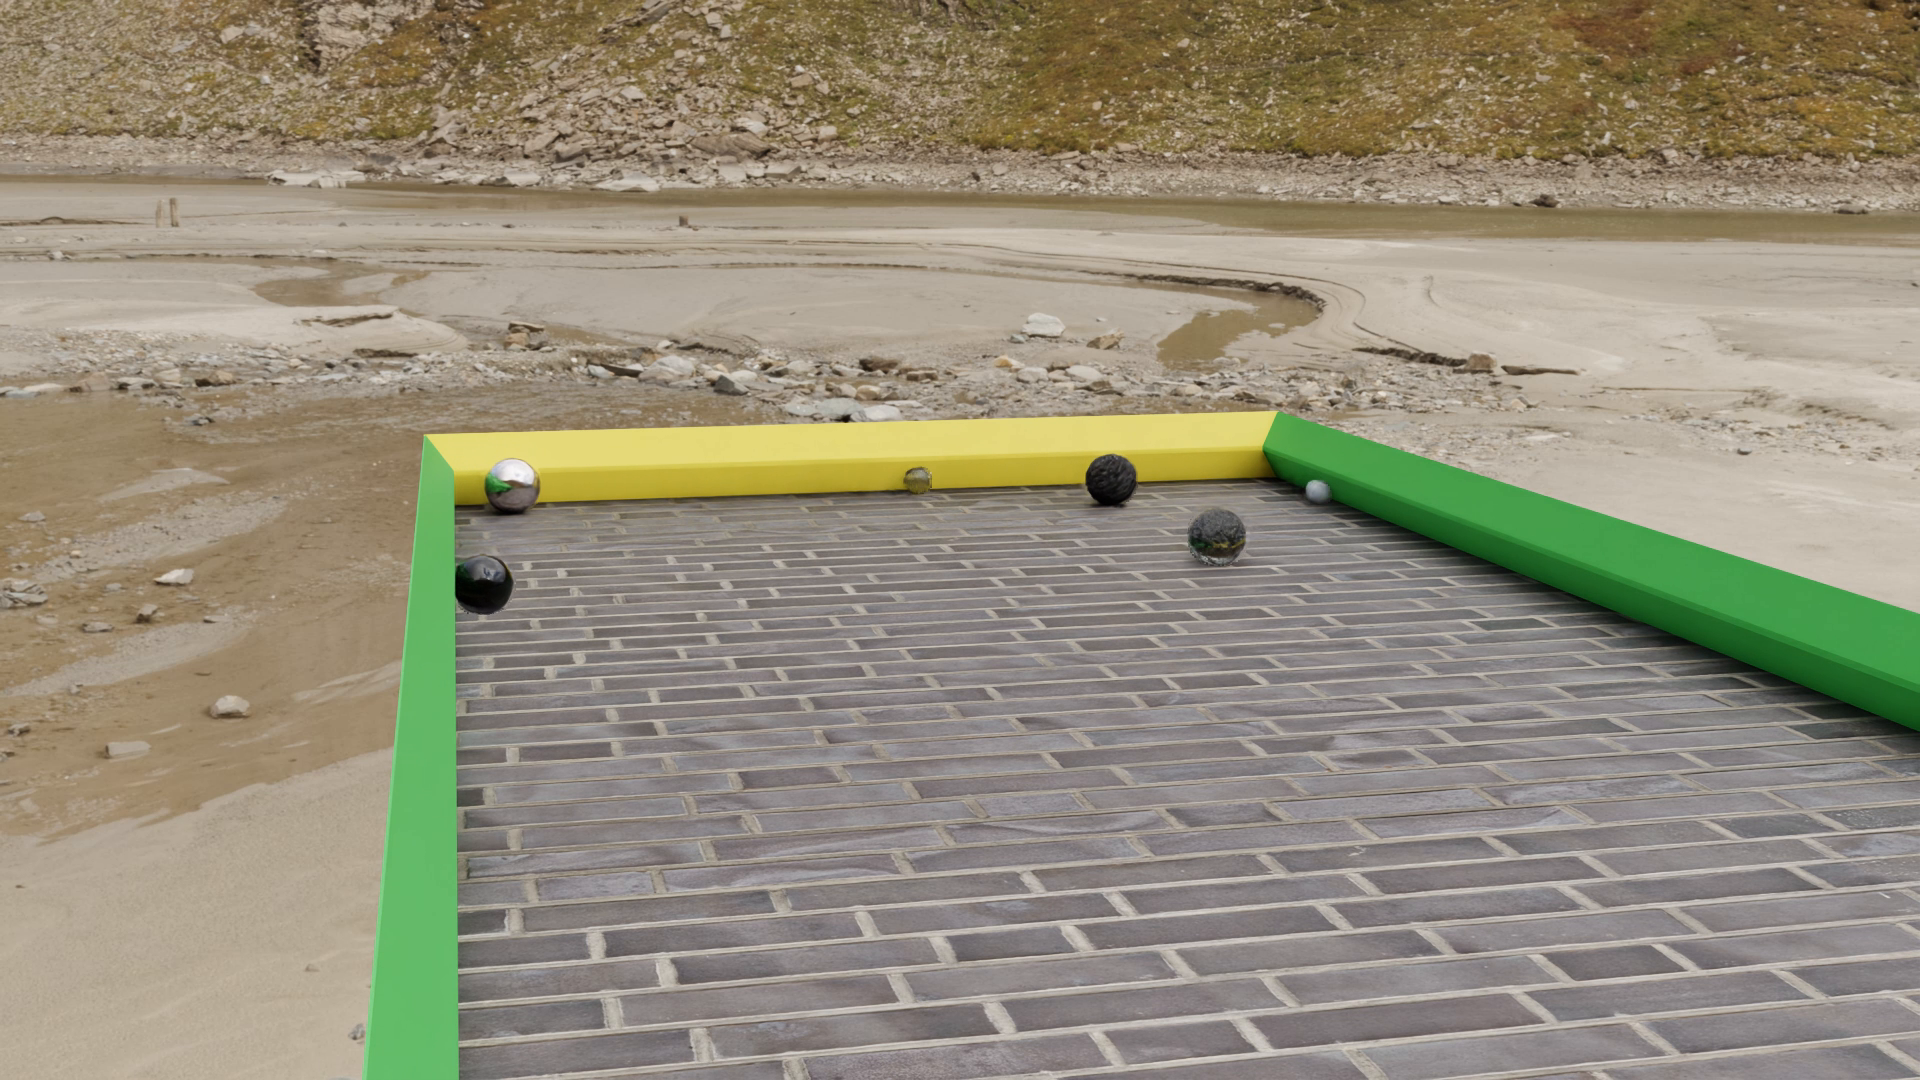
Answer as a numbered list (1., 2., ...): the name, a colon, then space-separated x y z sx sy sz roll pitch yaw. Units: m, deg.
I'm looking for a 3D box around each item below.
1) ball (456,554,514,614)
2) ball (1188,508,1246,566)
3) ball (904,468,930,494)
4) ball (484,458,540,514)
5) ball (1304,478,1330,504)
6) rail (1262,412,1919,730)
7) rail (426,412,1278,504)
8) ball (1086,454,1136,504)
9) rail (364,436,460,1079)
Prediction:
1. ball: -0.602 0.056 2.774 0.076 0.076 0.076 0 10 0
2. ball: 0.363 -0.005 3.105 0.081 0.081 0.081 0 10 0
3. ball: -0.073 -0.102 3.753 0.045 0.045 0.045 0 10 0
4. ball: -0.722 -0.088 3.547 0.090 0.090 0.090 0 10 0
5. ball: 0.592 -0.081 3.643 0.042 0.042 0.042 0 10 0
6. rail: 0.856 0.066 2.596 0.045 0.117 2.790 -2 10 -13
7. rail: -0.150 -0.139 3.755 1.485 0.117 0.045 -2 10 -13
8. ball: 0.249 -0.100 3.633 0.084 0.084 0.084 0 10 0
9. rail: -0.546 0.122 2.281 0.045 0.117 2.790 -2 10 -13
